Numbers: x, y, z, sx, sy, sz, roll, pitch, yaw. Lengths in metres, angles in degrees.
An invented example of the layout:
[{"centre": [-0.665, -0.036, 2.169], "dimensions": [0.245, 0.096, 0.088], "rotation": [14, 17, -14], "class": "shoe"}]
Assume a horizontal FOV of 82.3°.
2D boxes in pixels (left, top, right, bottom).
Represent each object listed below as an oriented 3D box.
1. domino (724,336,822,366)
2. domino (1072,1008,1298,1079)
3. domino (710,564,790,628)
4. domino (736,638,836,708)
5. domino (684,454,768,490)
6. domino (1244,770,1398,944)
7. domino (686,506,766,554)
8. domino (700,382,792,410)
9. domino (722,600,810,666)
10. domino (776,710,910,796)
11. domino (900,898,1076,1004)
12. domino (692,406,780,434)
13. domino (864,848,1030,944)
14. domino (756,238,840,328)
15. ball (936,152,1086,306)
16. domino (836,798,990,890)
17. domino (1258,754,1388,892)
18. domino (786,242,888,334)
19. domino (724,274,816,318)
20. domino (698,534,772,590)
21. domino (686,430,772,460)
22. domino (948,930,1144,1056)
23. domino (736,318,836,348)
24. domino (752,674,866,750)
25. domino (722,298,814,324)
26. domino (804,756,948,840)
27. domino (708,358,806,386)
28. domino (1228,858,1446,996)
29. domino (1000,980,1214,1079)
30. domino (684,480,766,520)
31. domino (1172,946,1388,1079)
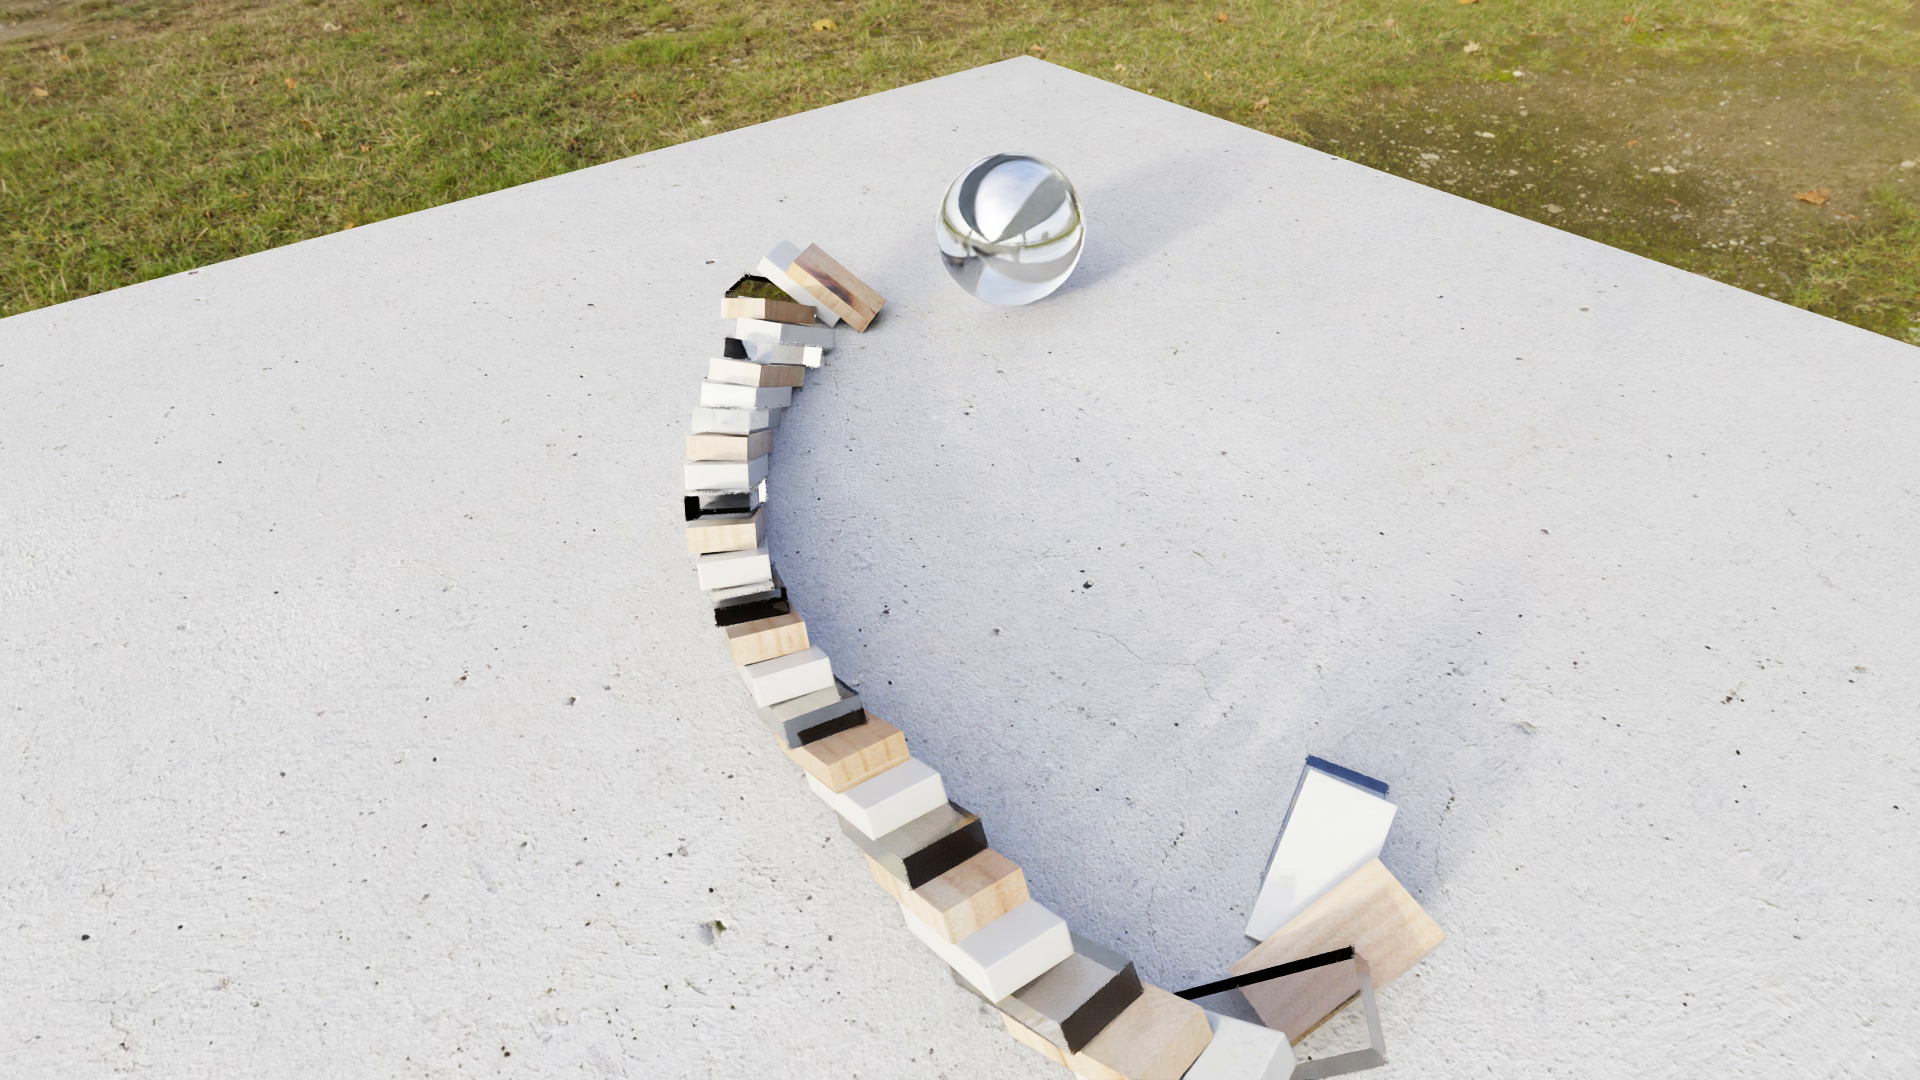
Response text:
[{"centre": [-0.091, -0.092, 0.536], "dimensions": [0.025, 0.009, 0.050], "rotation": [12, 11, 18], "class": "domino"}, {"centre": [0.053, 0.127, 0.268], "dimensions": [0.050, 0.009, 0.025], "rotation": [-6, 27, 48], "class": "domino"}, {"centre": [-0.078, 0.020, 0.401], "dimensions": [0.025, 0.009, 0.050], "rotation": [-11, 10, -13], "class": "domino"}, {"centre": [-0.061, 0.042, 0.373], "dimensions": [0.025, 0.010, 0.050], "rotation": [-15, 12, -17], "class": "domino"}, {"centre": [-0.097, -0.029, 0.460], "dimensions": [0.025, 0.010, 0.050], "rotation": [-1, 9, -1], "class": "domino"}, {"centre": [0.102, 0.094, 0.311], "dimensions": [0.025, 0.010, 0.050], "rotation": [21, 73, 22], "class": "domino"}, {"centre": [-0.090, -0.005, 0.430], "dimensions": [0.025, 0.010, 0.050], "rotation": [-4, 10, -5], "class": "domino"}, {"centre": [-0.097, -0.067, 0.506], "dimensions": [0.025, 0.009, 0.050], "rotation": [7, 10, 8], "class": "domino"}, {"centre": [-0.070, 0.031, 0.387], "dimensions": [0.025, 0.010, 0.050], "rotation": [-13, 11, -15], "class": "domino"}, {"centre": [-0.038, 0.064, 0.347], "dimensions": [0.025, 0.010, 0.050], "rotation": [-22, 15, -25], "class": "domino"}, {"centre": [0.006, 0.104, 0.297], "dimensions": [0.025, 0.009, 0.050], "rotation": [-23, 13, -25], "class": "domino"}, {"centre": [-0.099, -0.054, 0.491], "dimensions": [0.025, 0.010, 0.050], "rotation": [4, 10, 6], "class": "domino"}, {"centre": [-0.005, 0.094, 0.310], "dimensions": [0.025, 0.009, 0.050], "rotation": [-22, 14, -25], "class": "domino"}, {"centre": [-0.082, -0.138, 0.592], "dimensions": [0.050, 0.010, 0.025], "rotation": [37, 42, -9], "class": "domino"}, {"centre": [0.027, -0.166, 0.591], "dimensions": [0.080, 0.080, 0.080], "rotation": [0, 39, 0], "class": "ball"}, {"centre": [-0.015, 0.084, 0.322], "dimensions": [0.025, 0.010, 0.050], "rotation": [-22, 14, -25], "class": "domino"}, {"centre": [0.111, 0.090, 0.334], "dimensions": [0.025, 0.009, 0.050], "rotation": [19, 43, 22], "class": "domino"}, {"centre": [-0.066, -0.135, 0.587], "dimensions": [0.050, 0.010, 0.025], "rotation": [37, 42, -9], "class": "domino"}, {"centre": [-0.101, -0.134, 0.606], "dimensions": [0.050, 0.010, 0.025], "rotation": [12, 41, 14], "class": "domino"}, {"centre": [-0.085, 0.008, 0.415], "dimensions": [0.025, 0.010, 0.050], "rotation": [-8, 10, -9], "class": "domino"}, {"centre": [-0.099, -0.042, 0.476], "dimensions": [0.025, 0.010, 0.050], "rotation": [2, 9, 2], "class": "domino"}, {"centre": [0.021, 0.113, 0.286], "dimensions": [0.025, 0.010, 0.050], "rotation": [-28, 16, -30], "class": "domino"}, {"centre": [-0.086, -0.103, 0.550], "dimensions": [0.025, 0.010, 0.050], "rotation": [13, 12, 23], "class": "domino"}, {"centre": [-0.051, 0.053, 0.360], "dimensions": [0.025, 0.009, 0.050], "rotation": [-18, 13, -20], "class": "domino"}, {"centre": [-0.098, -0.117, 0.565], "dimensions": [0.025, 0.009, 0.050], "rotation": [5, 9, 21], "class": "domino"}, {"centre": [-0.027, 0.074, 0.335], "dimensions": [0.025, 0.010, 0.050], "rotation": [-22, 15, -25], "class": "domino"}, {"centre": [-0.095, -0.079, 0.522], "dimensions": [0.025, 0.009, 0.050], "rotation": [11, 11, 14], "class": "domino"}, {"centre": [0.099, 0.110, 0.291], "dimensions": [0.050, 0.009, 0.025], "rotation": [-36, 54, -3], "class": "domino"}, {"centre": [0.035, 0.121, 0.276], "dimensions": [0.025, 0.010, 0.050], "rotation": [-33, 18, -32], "class": "domino"}, {"centre": [-0.094, -0.017, 0.445], "dimensions": [0.025, 0.010, 0.050], "rotation": [-3, 10, -3], "class": "domino"}, {"centre": [0.078, 0.121, 0.273], "dimensions": [0.050, 0.010, 0.025], "rotation": [-28, 32, 26], "class": "domino"}]
